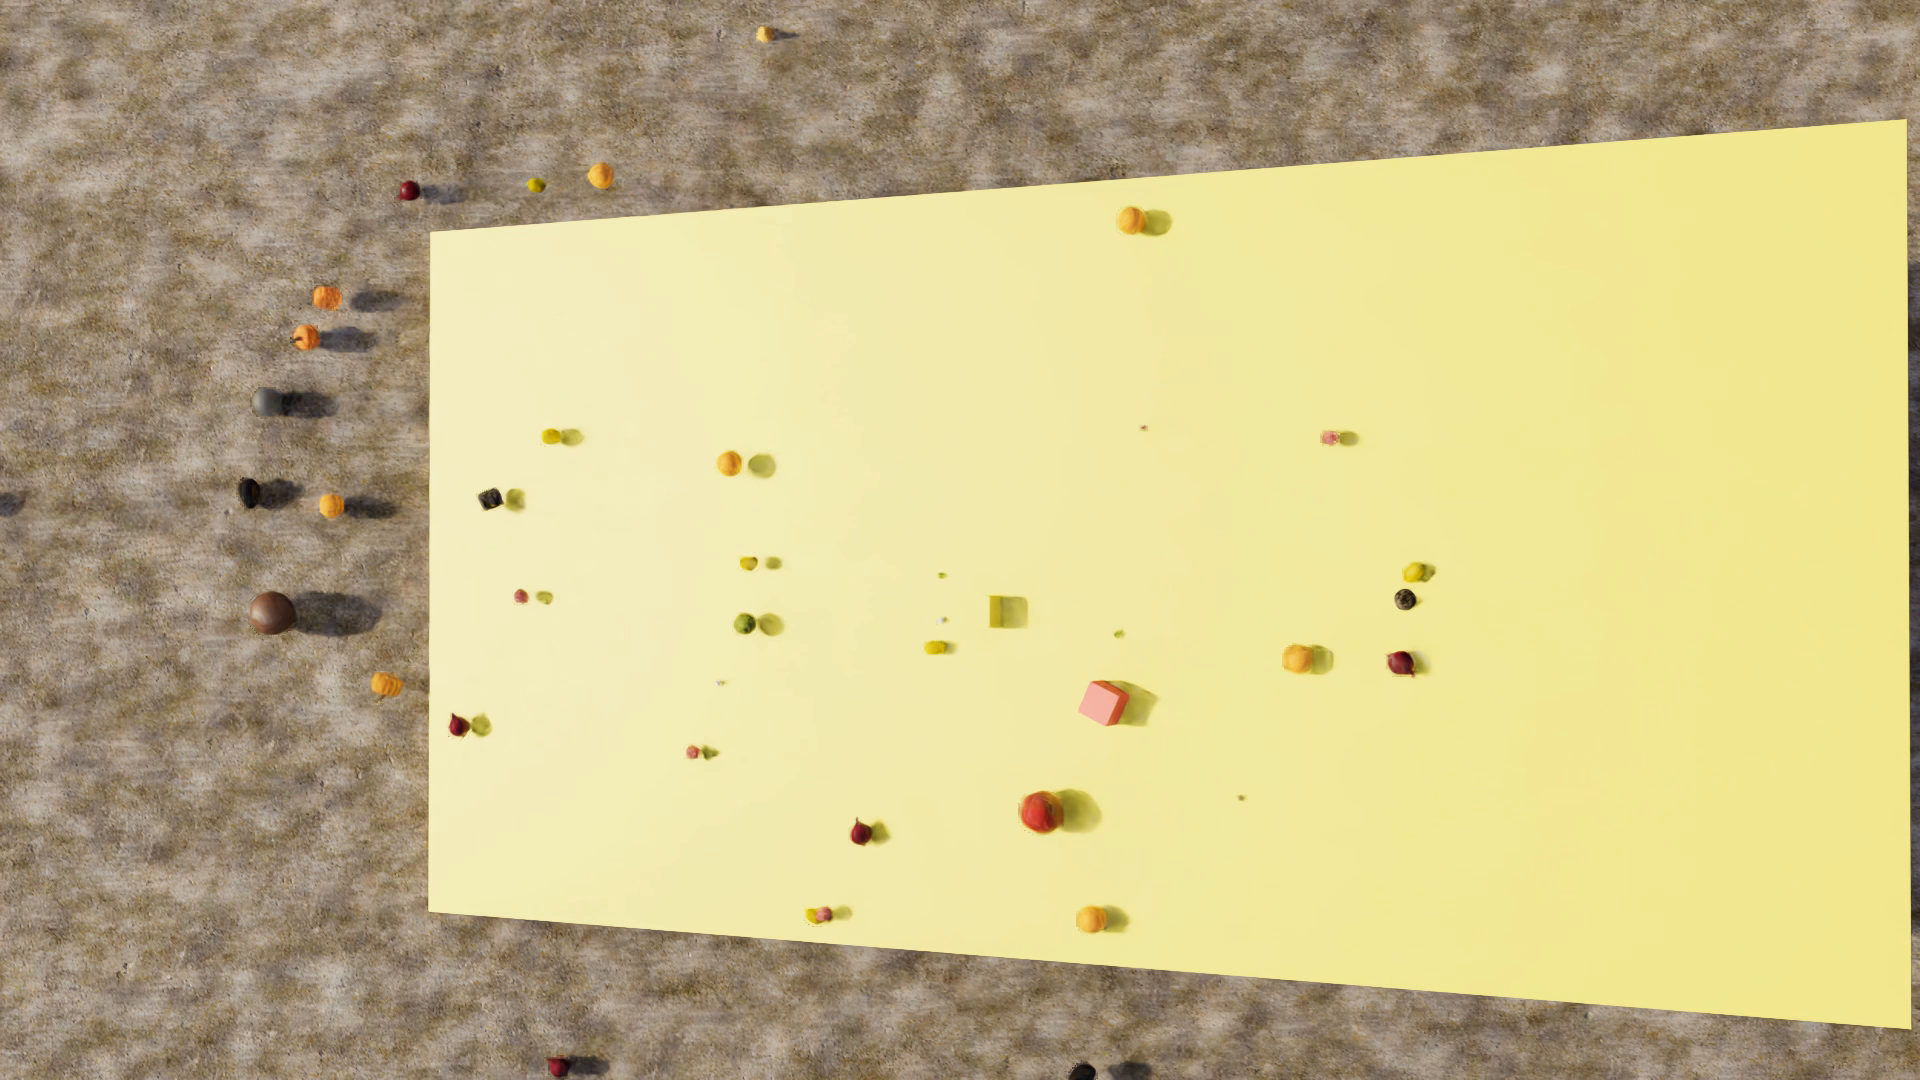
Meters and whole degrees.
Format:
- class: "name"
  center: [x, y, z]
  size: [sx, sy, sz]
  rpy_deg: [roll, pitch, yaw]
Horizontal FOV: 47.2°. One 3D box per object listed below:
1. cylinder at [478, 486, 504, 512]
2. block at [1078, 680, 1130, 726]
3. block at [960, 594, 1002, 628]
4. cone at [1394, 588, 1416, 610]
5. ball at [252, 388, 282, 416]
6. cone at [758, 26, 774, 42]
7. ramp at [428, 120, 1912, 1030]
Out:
- class: "cylinder"
  center: [-1.350, -0.117, 6.325]
  size: [0.054, 0.054, 0.054]
  rpy_deg: [-26, 89, -20]
- class: "block"
  center: [0.364, 0.412, 5.560]
  size: [0.085, 0.085, 0.085]
  rpy_deg: [27, 100, 22]
- class: "block"
  center: [0.054, 0.184, 5.703]
  size: [0.083, 0.083, 0.083]
  rpy_deg: [1, 90, 24]
- class: "cone"
  center: [1.060, 0.143, 5.267]
  size: [0.053, 0.053, 0.053]
  rpy_deg: [0, 89, 24]
- class: "ball"
  center: [-2.056, -0.408, 6.530]
  size: [0.086, 0.086, 0.086]
  rpy_deg: [0, 89, 0]
- class: "cone"
  center: [-0.583, -1.515, 6.561]
  size: [0.050, 0.050, 0.050]
  rpy_deg: [0, 89, 0]
- class: "ramp"
  center: [0.283, 0.083, 5.701]
  size: [4.000, 0.100, 2.000]
  rpy_deg: [0, 89, 24]
